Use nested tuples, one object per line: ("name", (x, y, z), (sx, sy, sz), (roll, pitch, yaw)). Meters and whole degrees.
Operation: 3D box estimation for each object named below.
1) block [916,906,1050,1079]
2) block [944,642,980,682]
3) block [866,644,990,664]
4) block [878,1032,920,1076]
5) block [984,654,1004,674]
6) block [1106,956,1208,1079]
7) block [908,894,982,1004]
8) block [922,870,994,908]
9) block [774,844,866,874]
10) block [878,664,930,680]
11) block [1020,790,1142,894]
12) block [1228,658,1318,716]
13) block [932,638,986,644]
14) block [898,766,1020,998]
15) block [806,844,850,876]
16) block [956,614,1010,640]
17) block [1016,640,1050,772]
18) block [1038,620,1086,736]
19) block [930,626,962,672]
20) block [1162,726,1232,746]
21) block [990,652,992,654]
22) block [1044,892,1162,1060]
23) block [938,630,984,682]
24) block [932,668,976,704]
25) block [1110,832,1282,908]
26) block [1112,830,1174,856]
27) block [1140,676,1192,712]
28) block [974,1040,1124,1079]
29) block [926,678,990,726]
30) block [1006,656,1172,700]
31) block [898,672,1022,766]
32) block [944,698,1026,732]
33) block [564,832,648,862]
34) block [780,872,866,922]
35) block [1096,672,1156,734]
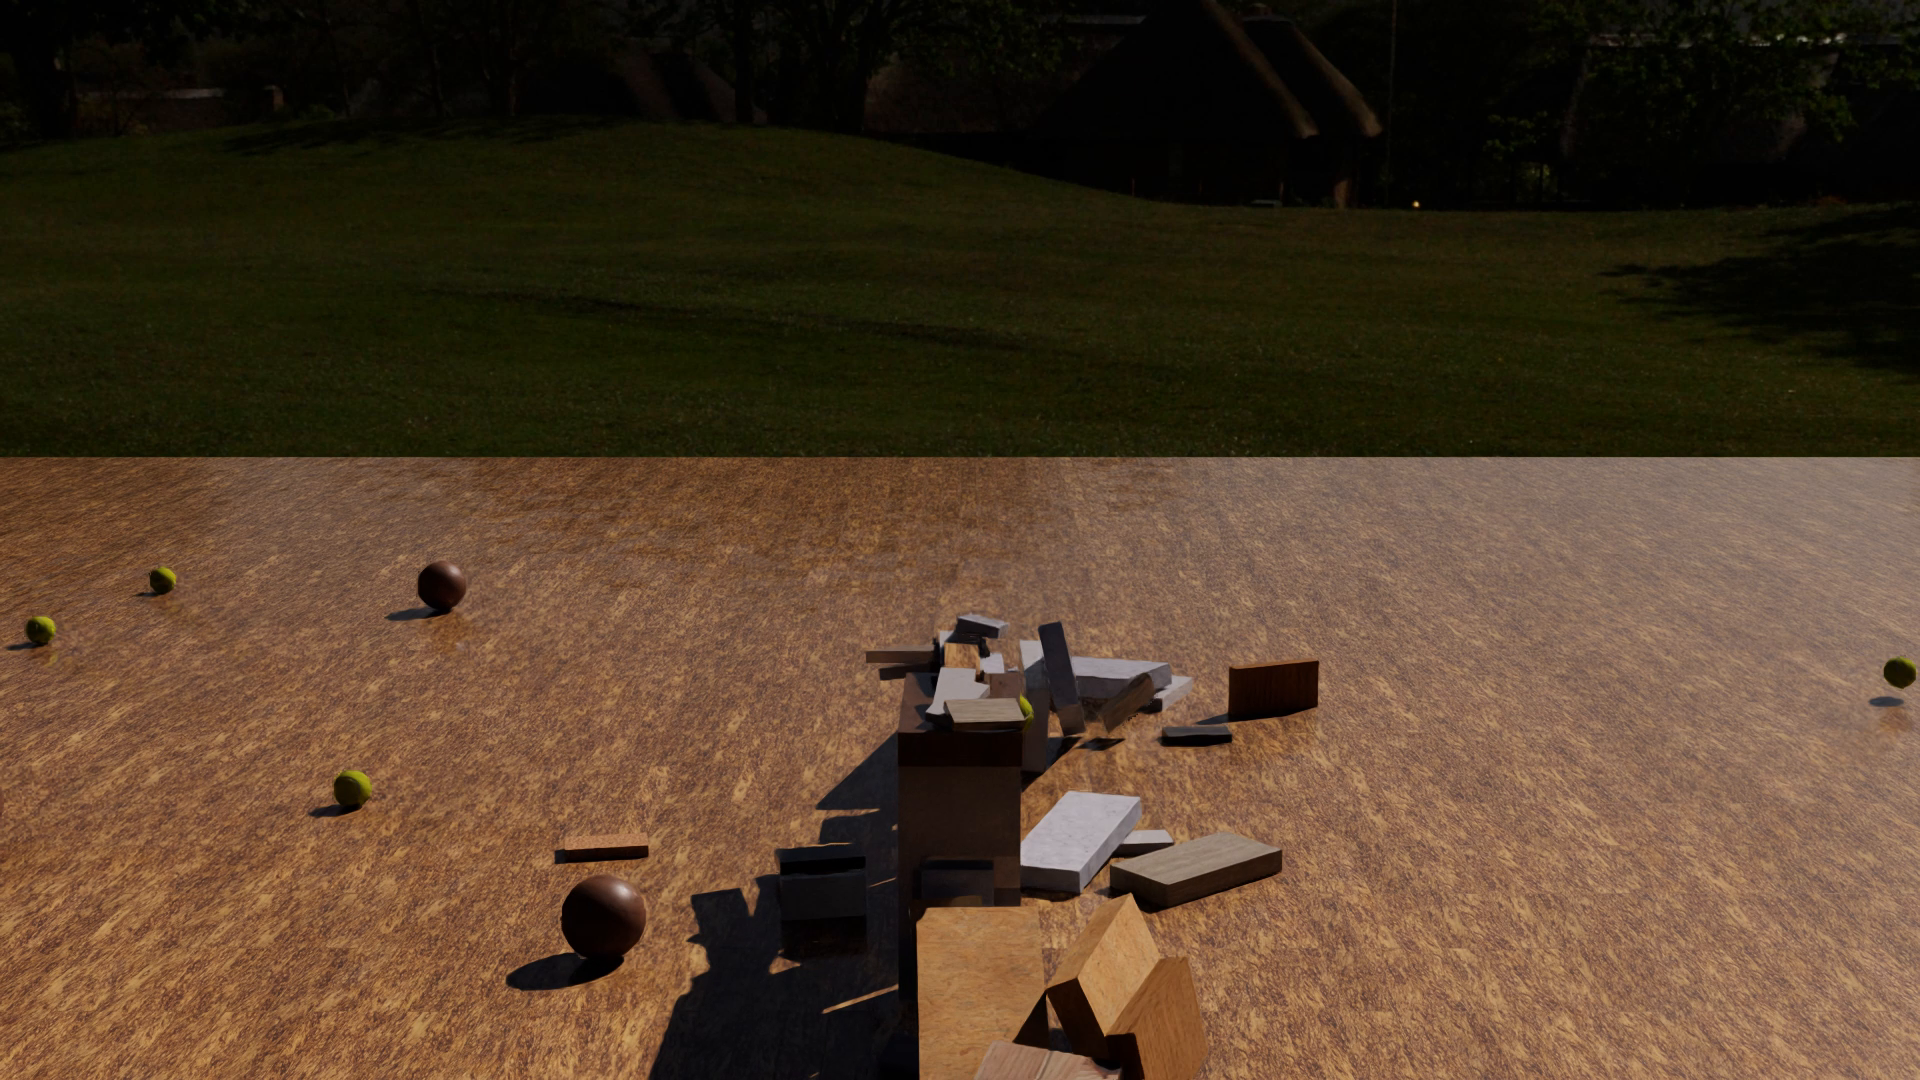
("block", (0.029, 0.633, 2.912), (0.169, 0.048, 0.369), (0, 34, -2))
("block", (0.003, 0.190, 3.397), (0.054, 0.015, 0.107), (3, 22, -2))
("block", (-0.059, 0.193, 3.720), (0.072, 0.021, 0.366), (-9, 1, -24))
("block", (-0.059, 0.699, 2.977), (0.095, 0.014, 0.048), (6, 47, 30))
("block", (0.005, 0.250, 3.800), (0.145, 0.041, 0.290), (0, 10, -1))
("block", (0.261, 0.662, 2.888), (0.039, 0.138, 0.276), (-11, 6, 21))
("block", (-0.012, 0.595, 3.059), (0.104, 0.029, 0.208), (-4, 50, -4))
("block", (-0.003, 0.579, 3.163), (0.104, 0.208, 0.029), (0, -9, 0))
("block", (-0.240, 0.544, 3.751), (0.145, 0.021, 0.072), (-3, 11, -13))
("block", (-0.055, 0.214, 3.679), (0.144, 0.020, 0.072), (-8, 1, 26))
("block", (0.198, 0.522, 3.832), (0.138, 0.039, 0.340), (3, 16, 22))
("block", (0.689, 0.322, 4.828), (0.208, 0.104, 0.029), (-4, 11, -22))
("block", (0.008, 0.270, 4.640), (0.104, 0.029, 0.682), (0, -11, 2))
("block", (-0.001, 0.491, 3.220), (0.178, 0.356, 0.050), (0, 6, 0))
("block", (-0.227, 0.556, 3.794), (0.072, 0.020, 0.144), (0, 11, -1))
("block", (0.038, 0.138, 3.524), (0.067, 0.019, 0.134), (14, 3, 8))
("block", (0.148, 0.338, 4.556), (0.048, 0.169, 0.426), (3, 10, -1))
("block", (0.209, 0.286, 4.481), (0.048, 0.169, 0.337), (-13, -15, 2))
("block", (-0.006, 0.176, 3.522), (0.067, 0.019, 0.134), (5, 23, 5))
("block", (0.495, 0.408, 4.596), (0.136, 0.019, 0.068), (-1, 11, -6))
("block", (-0.002, 0.348, 4.273), (0.129, 0.258, 0.037), (0, -10, -2))
("block", (0.214, 0.623, 3.019), (0.048, 0.169, 0.338), (-24, 3, 19))
("block", (0.002, 0.182, 3.461), (0.067, 0.019, 0.134), (3, 23, -3))
("block", (-0.008, 0.223, 3.257), (0.054, 0.015, 0.107), (3, 27, 5))
("block", (0.402, 0.557, 3.737), (0.276, 0.039, 0.138), (-9, 13, -39))
("block", (0.301, 0.537, 3.899), (0.145, 0.021, 0.072), (-1, 11, -6))
("block", (0.439, 0.341, 4.932), (0.104, 0.029, 0.208), (5, 12, 24))
("block", (0.074, 0.724, 2.622), (0.169, 0.048, 0.338), (7, 22, 15))
("block", (-0.003, 0.237, 3.197), (0.054, 0.015, 0.107), (12, 29, 22))
("block", (0.288, 0.308, 4.949), (0.338, 0.048, 0.169), (1, 11, 41))
("block", (0.002, 0.267, 3.309), (0.178, 0.050, 0.356), (0, 10, 1))
("block", (0.035, 0.250, 3.150), (0.107, 0.015, 0.054), (0, 33, -18))
("block", (-0.623, 0.541, 3.878), (0.144, 0.020, 0.072), (-2, 11, -10))
("block", (-0.221, 0.576, 3.555), (0.136, 0.068, 0.019), (-2, 8, -11))
("block", (0.349, 0.342, 4.611), (0.136, 0.068, 0.019), (-39, 52, -14))
